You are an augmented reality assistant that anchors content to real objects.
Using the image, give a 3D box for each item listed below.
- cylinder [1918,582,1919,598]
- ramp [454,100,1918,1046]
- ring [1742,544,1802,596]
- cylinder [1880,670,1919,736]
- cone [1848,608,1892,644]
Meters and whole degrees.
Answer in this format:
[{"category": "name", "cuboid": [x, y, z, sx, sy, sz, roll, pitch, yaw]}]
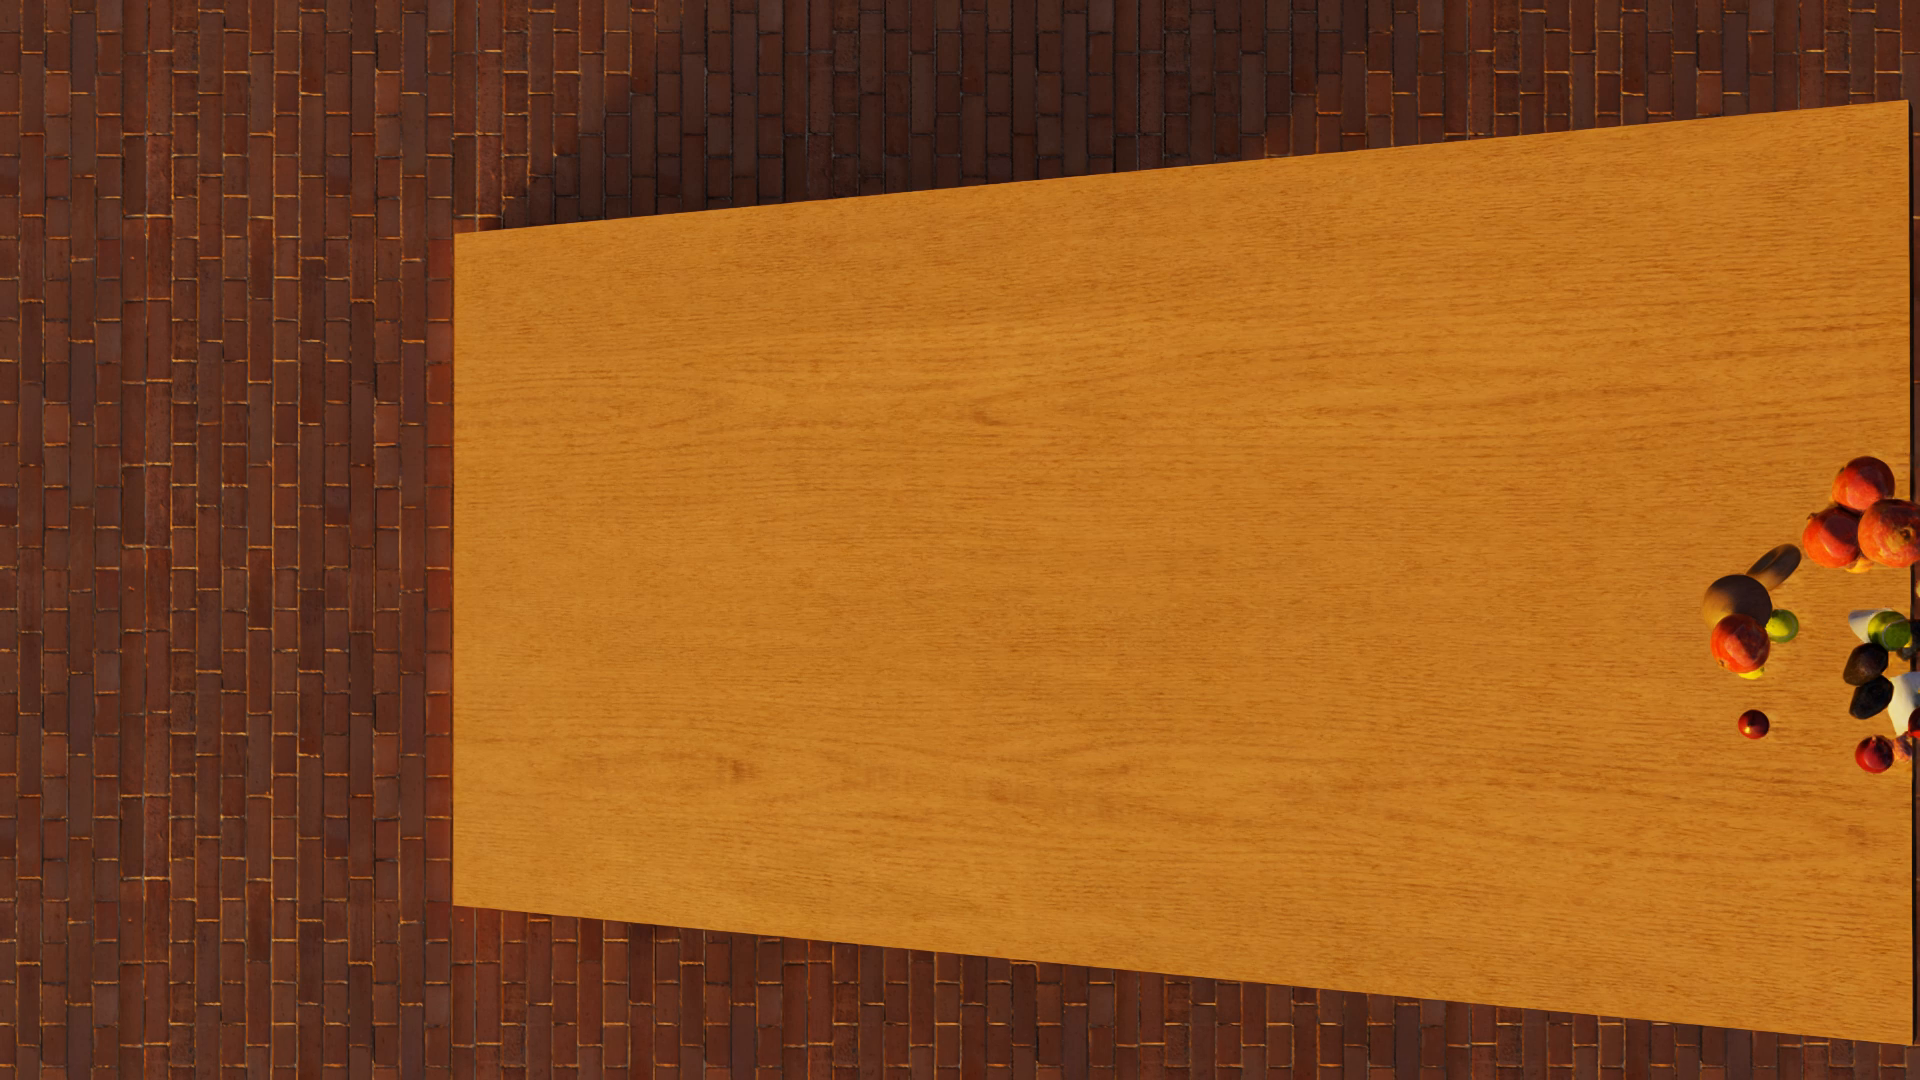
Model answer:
[{"category": "cylinder", "cuboid": [1.653, 0.086, 3.703, 0.053, 0.053, 0.053, -5, 106, -18]}, {"category": "ramp", "cuboid": [0.275, 0.077, 5.646, 4.000, 0.100, 2.000, 0, 89, 28]}, {"category": "ring", "cuboid": [1.674, 0.061, 4.535, 0.137, 0.137, 0.046, -44, 89, 0]}, {"category": "cylinder", "cuboid": [1.785, 0.307, 4.117, 0.093, 0.093, 0.093, -9, 63, 0]}, {"category": "cone", "cuboid": [1.817, 0.153, 4.353, 0.078, 0.078, 0.078, 16, 52, -22]}]
